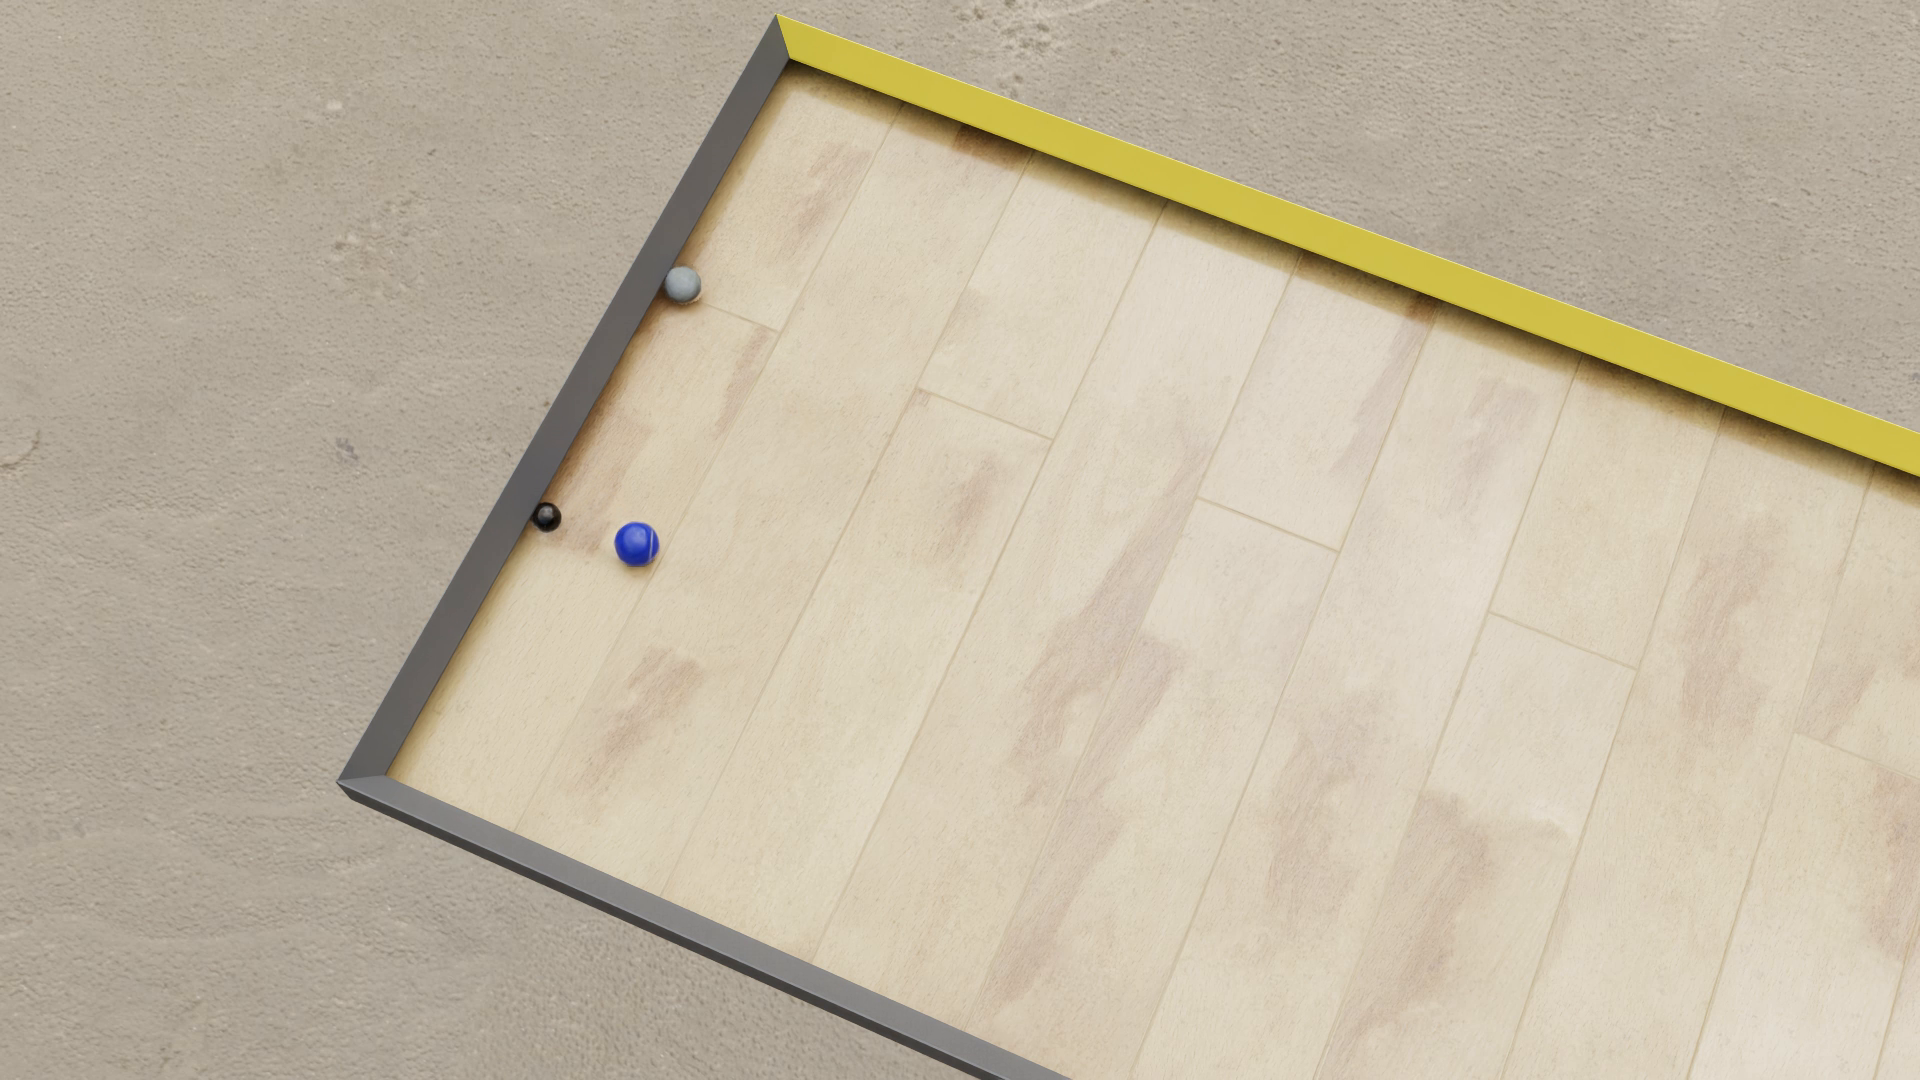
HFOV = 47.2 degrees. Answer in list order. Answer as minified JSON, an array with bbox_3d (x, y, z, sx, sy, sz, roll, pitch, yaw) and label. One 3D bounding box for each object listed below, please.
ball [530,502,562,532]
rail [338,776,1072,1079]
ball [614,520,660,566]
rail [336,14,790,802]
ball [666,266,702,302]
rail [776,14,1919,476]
[{"bbox_3d":[-0.667,-0.036,3.546,0.050,0.050,0.050,0,67,0],"label":"ball"},{"bbox_3d":[0.333,0.870,3.132,2.754,0.094,0.045,22,69,9],"label":"rail"},{"bbox_3d":[-0.517,0.005,3.516,0.072,0.072,0.072,0,67,0],"label":"ball"},{"bbox_3d":[-0.609,-0.253,3.615,0.045,0.094,1.529,22,69,9],"label":"rail"},{"bbox_3d":[-0.467,-0.431,3.710,0.061,0.061,0.061,0,67,0],"label":"ball"},{"bbox_3d":[0.928,-0.377,3.667,2.754,0.094,0.045,22,69,9],"label":"rail"}]
